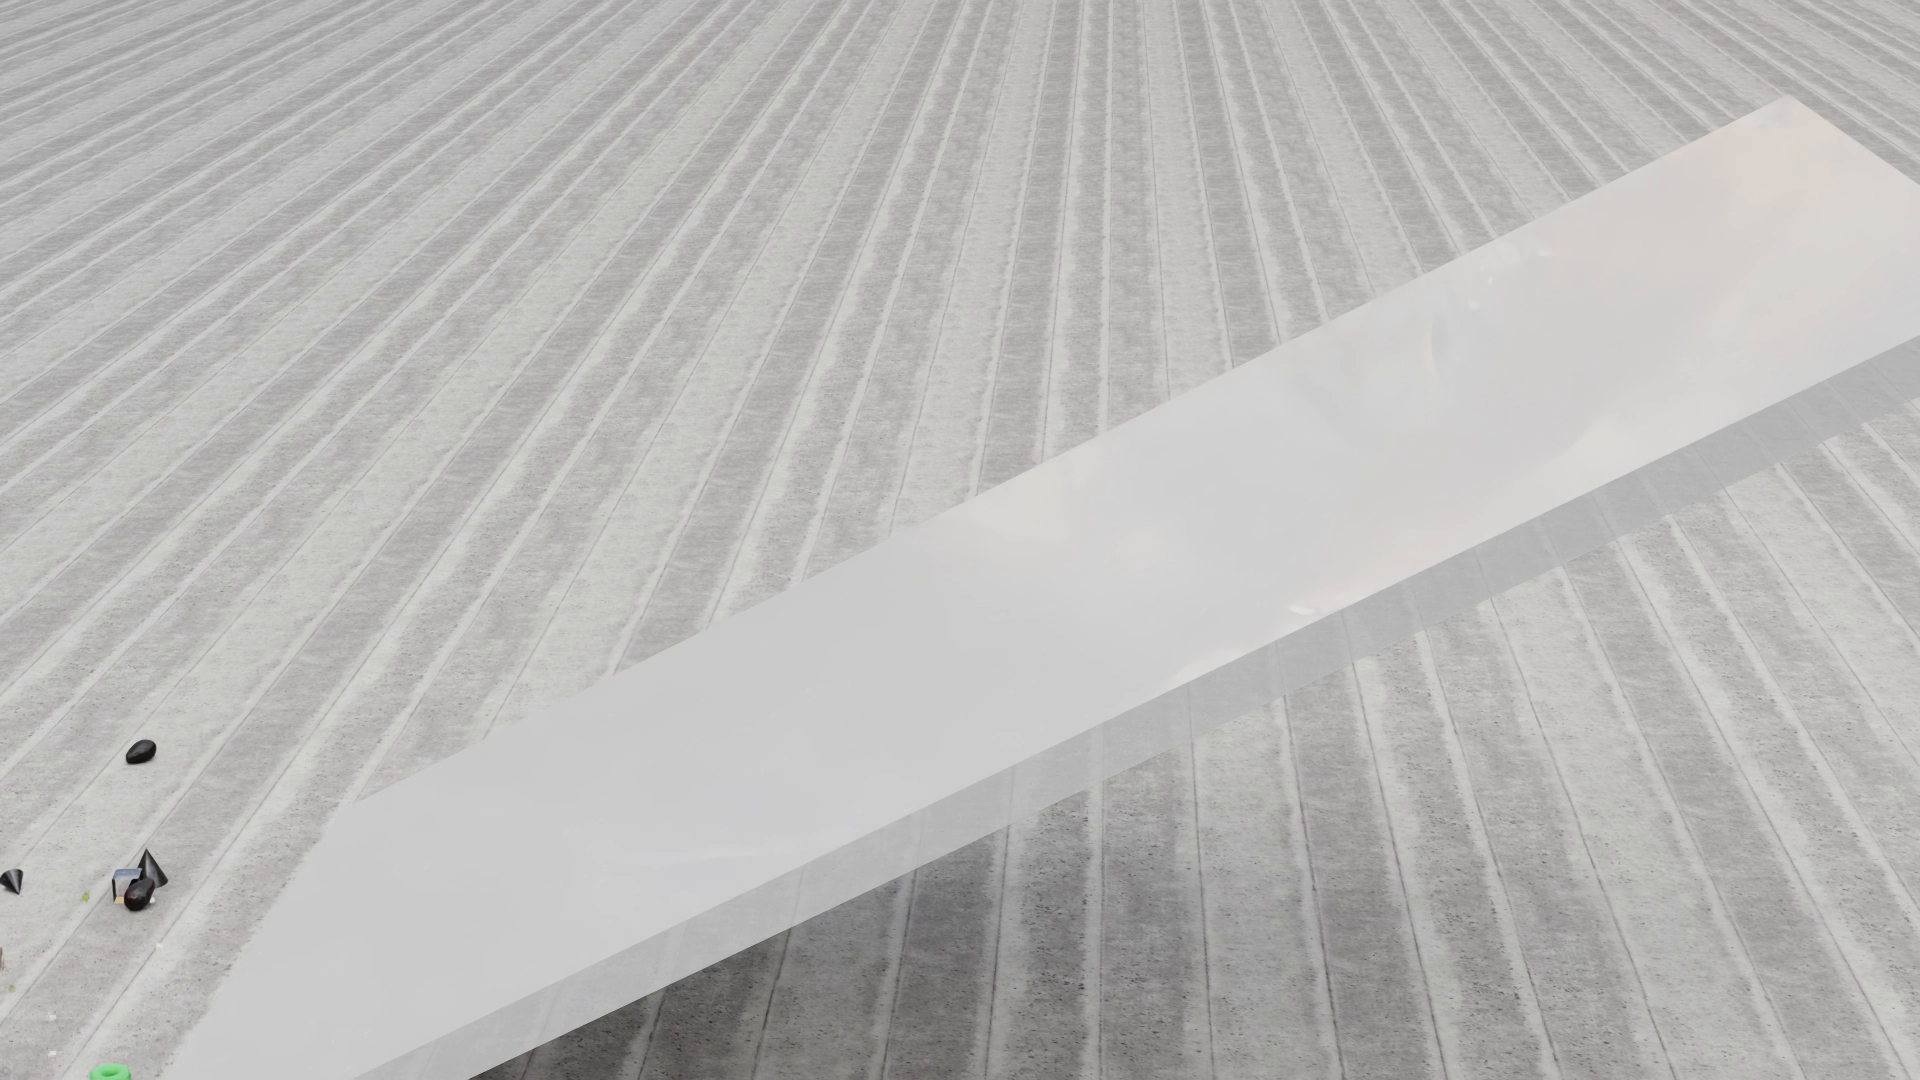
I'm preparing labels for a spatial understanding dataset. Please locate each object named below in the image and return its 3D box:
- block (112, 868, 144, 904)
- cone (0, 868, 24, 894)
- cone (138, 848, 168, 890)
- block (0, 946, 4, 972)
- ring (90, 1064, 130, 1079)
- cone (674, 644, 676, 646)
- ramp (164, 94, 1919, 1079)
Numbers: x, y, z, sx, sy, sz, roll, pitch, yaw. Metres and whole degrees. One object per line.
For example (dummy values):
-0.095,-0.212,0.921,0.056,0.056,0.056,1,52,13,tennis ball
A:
-2.056,0.855,7.270,0.064,0.064,0.064,-2,17,-5,block
-2.349,0.861,7.312,0.061,0.061,0.061,-11,47,-32,cone
-2.031,0.813,7.355,0.094,0.094,0.094,0,17,0,cone
-2.269,0.984,6.868,0.054,0.054,0.054,0,17,0,block
-1.835,1.159,6.350,0.087,0.029,0.087,0,18,0,ring
-0.854,0.355,8.831,0.093,0.093,0.093,0,17,0,cone
0.141,0.167,6.281,4.000,0.100,2.000,-26,14,11,ramp
